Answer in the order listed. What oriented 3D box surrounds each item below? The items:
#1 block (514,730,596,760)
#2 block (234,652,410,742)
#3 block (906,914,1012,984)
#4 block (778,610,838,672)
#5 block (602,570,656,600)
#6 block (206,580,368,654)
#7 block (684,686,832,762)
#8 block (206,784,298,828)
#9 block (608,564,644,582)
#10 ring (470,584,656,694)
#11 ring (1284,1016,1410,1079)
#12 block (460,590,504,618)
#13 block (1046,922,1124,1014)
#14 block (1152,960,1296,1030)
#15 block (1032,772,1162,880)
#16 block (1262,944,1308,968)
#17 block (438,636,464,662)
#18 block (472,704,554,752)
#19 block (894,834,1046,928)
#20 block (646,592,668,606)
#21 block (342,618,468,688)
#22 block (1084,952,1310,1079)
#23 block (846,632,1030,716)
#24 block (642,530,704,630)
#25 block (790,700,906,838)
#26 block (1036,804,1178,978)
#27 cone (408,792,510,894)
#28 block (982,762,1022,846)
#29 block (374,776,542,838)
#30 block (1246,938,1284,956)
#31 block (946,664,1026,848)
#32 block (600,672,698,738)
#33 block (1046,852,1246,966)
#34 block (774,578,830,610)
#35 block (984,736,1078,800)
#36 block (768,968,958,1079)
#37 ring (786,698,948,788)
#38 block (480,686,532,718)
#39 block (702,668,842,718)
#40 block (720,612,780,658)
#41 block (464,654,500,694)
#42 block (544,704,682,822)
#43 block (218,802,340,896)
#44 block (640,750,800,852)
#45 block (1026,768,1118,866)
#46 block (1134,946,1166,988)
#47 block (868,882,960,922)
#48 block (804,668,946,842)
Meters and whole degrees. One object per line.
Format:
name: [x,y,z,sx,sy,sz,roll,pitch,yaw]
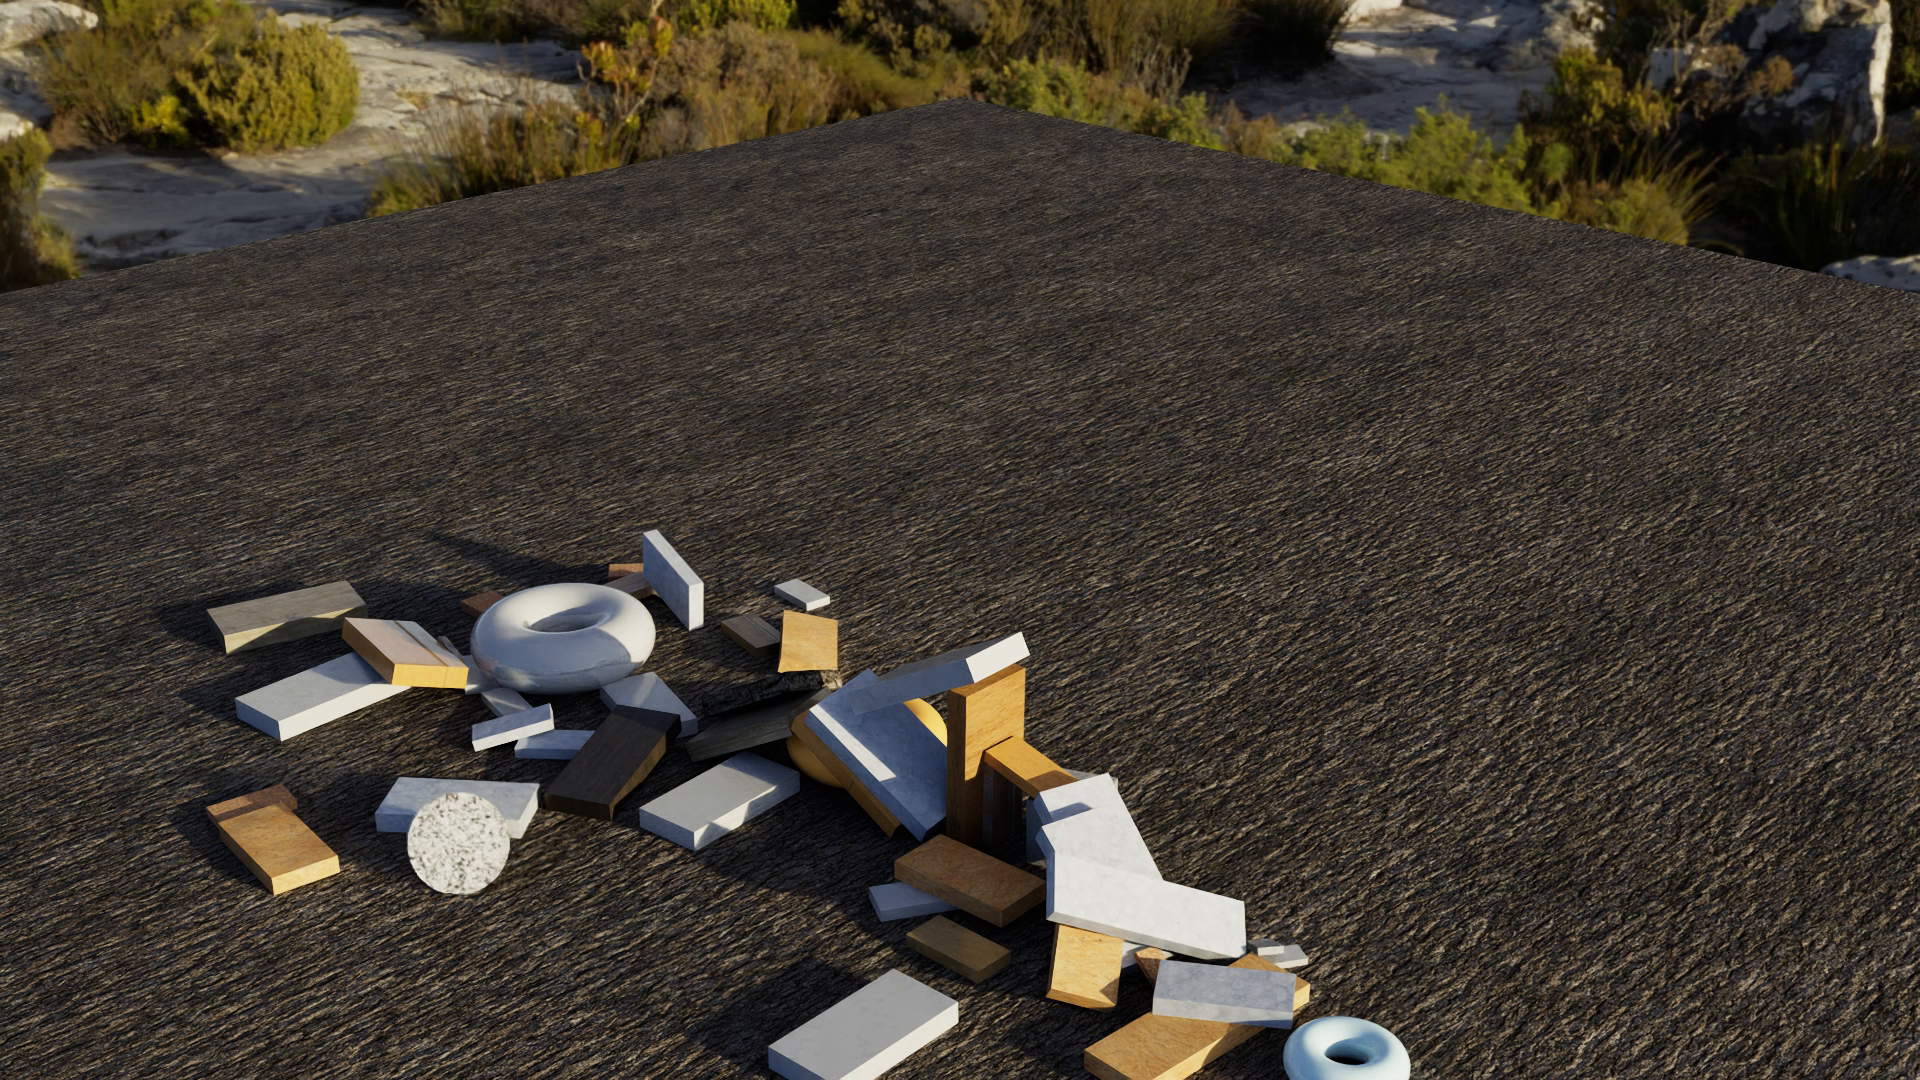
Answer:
block: [-0.856,0.437,4.700,0.172,0.024,0.086,1,23,3]
block: [-1.416,0.341,4.897,0.168,0.048,0.337,19,29,37]
block: [-0.003,0.740,3.984,0.177,0.025,0.089,20,30,38]
block: [-0.352,0.245,5.100,0.129,0.037,0.258,12,22,-8]
block: [-0.863,0.140,5.377,0.291,0.025,0.088,-22,32,-35]
block: [-1.610,0.183,5.270,0.337,0.048,0.168,-13,26,-28]
block: [-0.420,0.387,4.611,0.307,0.043,0.153,-18,10,39]
block: [-1.434,0.542,4.454,0.158,0.022,0.079,-17,28,-34]
block: [-0.804,0.084,5.533,0.157,0.022,0.079,-2,23,-4]
ring: [-0.906,0.223,5.024,0.419,0.140,0.419,0,22,0]
ring: [0.639,0.863,3.639,0.209,0.070,0.209,1,22,0]
block: [-1.122,0.172,5.324,0.176,0.025,0.088,21,31,40]
block: [0.226,0.710,3.879,0.118,0.033,0.236,16,49,-5]
block: [0.455,0.781,3.782,0.236,0.033,0.118,4,23,10]
block: [0.271,0.592,4.101,0.153,0.043,0.305,-12,60,-26]
block: [0.574,0.754,3.966,0.094,0.013,0.047,-6,24,-14]
block: [-1.167,0.277,5.016,0.020,0.069,0.138,5,17,-33]
block: [-0.961,0.403,4.730,0.172,0.024,0.086,-16,22,-6]
block: [0.019,0.640,4.143,0.265,0.037,0.132,18,29,37]
block: [-0.703,0.145,5.402,0.142,0.014,0.050,18,29,37]
block: [-1.264,0.255,4.994,0.168,0.048,0.376,5,11,-34]
block: [0.409,0.829,3.759,0.427,0.037,0.132,-20,30,-38]
block: [-0.045,0.263,4.316,0.342,0.048,0.171,-19,3,43]
block: [-0.694,0.096,5.311,0.037,0.129,0.258,-16,38,-28]
block: [-0.182,0.442,4.437,0.153,0.043,0.307,-32,69,-36]
block: [0.278,0.636,4.006,0.153,0.043,0.305,-15,58,-27]
cone: [-0.958,0.583,4.276,0.193,0.193,0.193,-1,-4,-3]
block: [0.085,0.506,4.341,0.025,0.177,0.089,21,31,38]
block: [-1.011,0.539,4.437,0.294,0.042,0.147,2,23,5]
block: [0.549,0.733,3.965,0.047,0.013,0.094,-4,-2,-6]
block: [0.050,0.424,4.322,0.048,0.342,0.171,21,31,38]
block: [-0.687,0.370,4.842,0.129,0.037,0.258,-12,26,-26]
block: [0.333,0.660,3.917,0.382,0.033,0.118,17,49,-17]
block: [-0.390,0.135,5.419,0.069,0.020,0.138,-18,29,-36]
block: [0.141,0.449,4.256,0.177,0.025,0.089,34,38,31]
block: [-0.162,0.838,3.729,0.153,0.043,0.305,19,30,38]
ring: [-0.196,0.417,4.636,0.340,0.113,0.340,0,22,0]
block: [-1.003,0.365,4.876,0.069,0.020,0.138,-14,27,-30]
block: [-0.404,0.328,4.706,0.147,0.042,0.294,0,-14,-44]
block: [-0.485,0.224,5.200,0.088,0.025,0.176,-14,27,-30]
block: [-1.094,0.304,5.016,0.079,0.022,0.158,-6,24,-14]
block: [-0.718,0.460,4.573,0.147,0.042,0.334,8,31,17]
block: [-1.333,0.600,4.298,0.132,0.037,0.265,-17,29,-35]
block: [-0.485,0.526,4.465,0.153,0.043,0.307,17,28,35]
block: [0.219,0.547,4.291,0.141,0.141,0.141,8,24,18]
block: [0.351,0.764,3.886,0.047,0.013,0.094,-14,56,-29]
block: [-0.045,0.669,4.152,0.240,0.024,0.086,-7,24,-15]
block: [-0.132,0.428,4.406,0.342,0.048,0.171,44,52,16]
